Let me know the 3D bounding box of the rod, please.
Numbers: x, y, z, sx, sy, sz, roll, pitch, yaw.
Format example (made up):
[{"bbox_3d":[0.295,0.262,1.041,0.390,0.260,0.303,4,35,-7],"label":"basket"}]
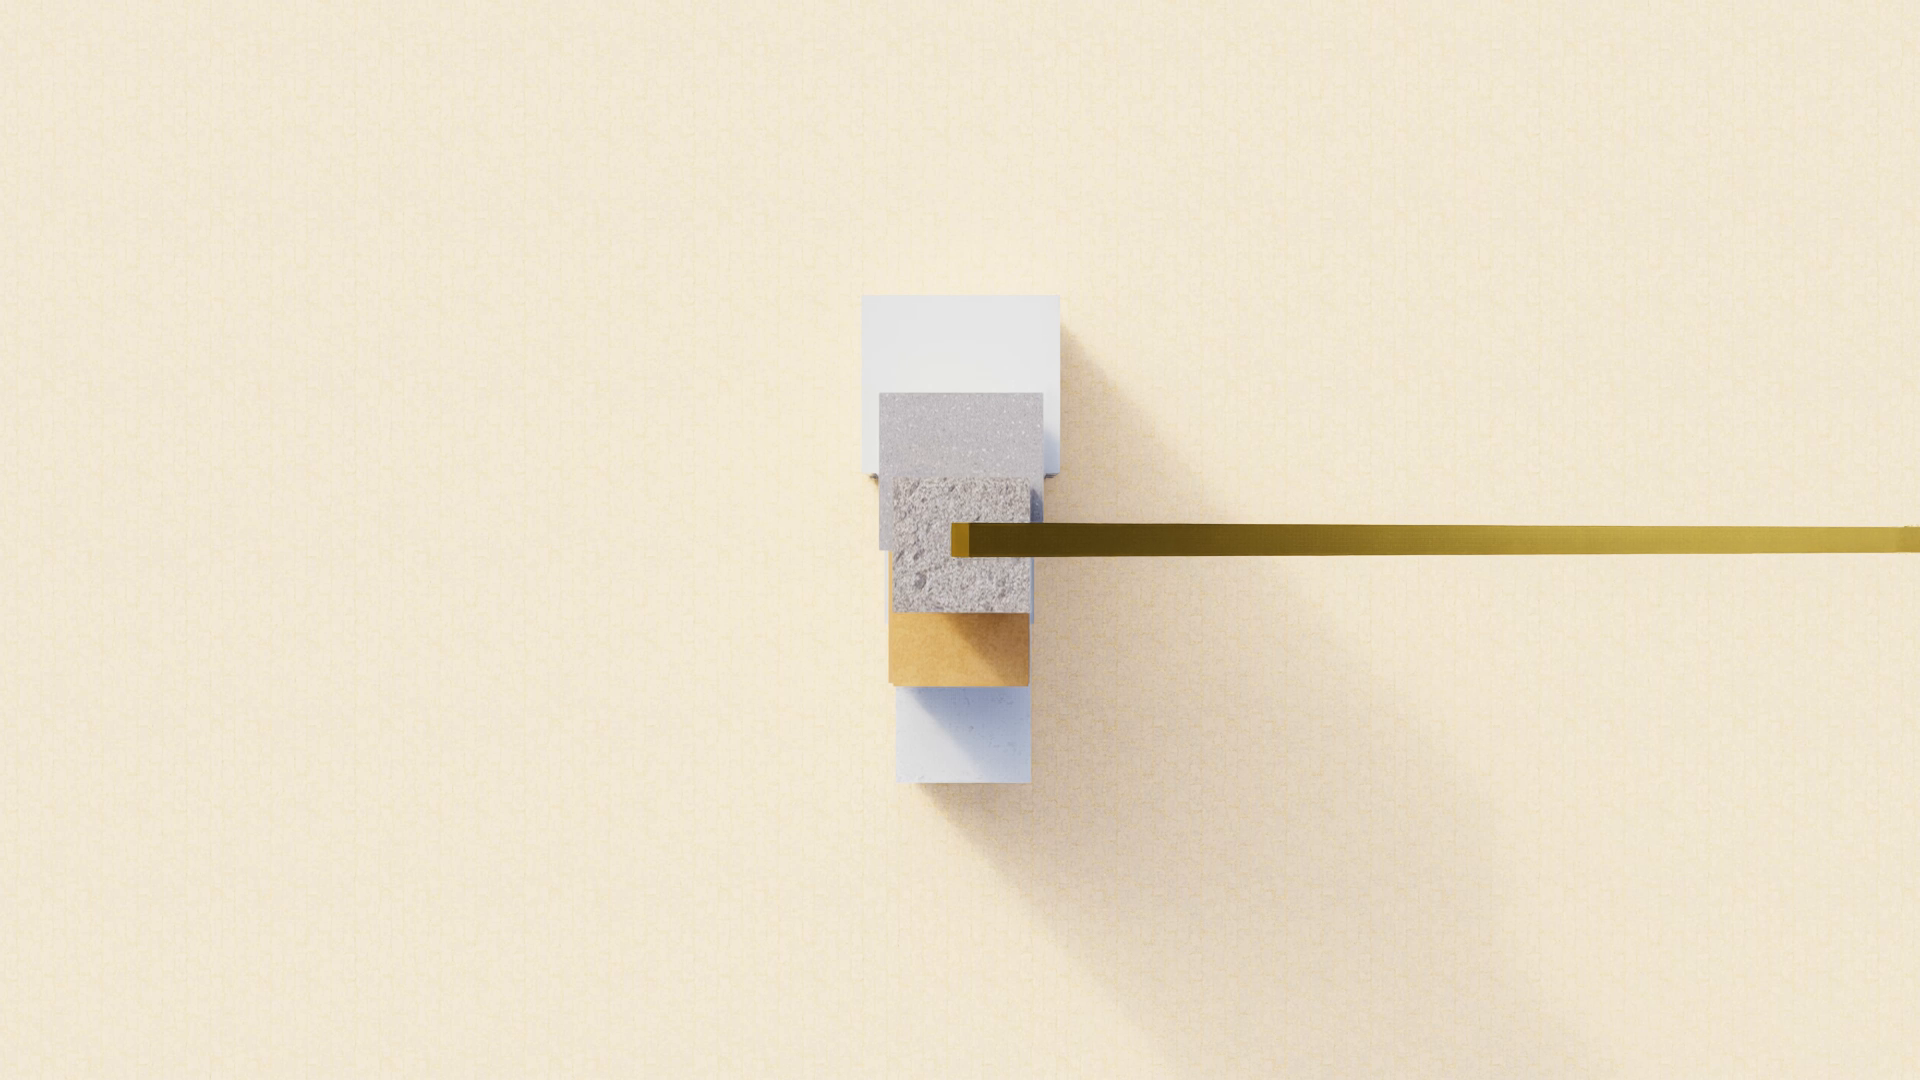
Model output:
[{"bbox_3d":[2.212,0.000,6.406,5.200,0.080,0.080,0,90,-32],"label":"rod"}]

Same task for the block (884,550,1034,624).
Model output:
[{"bbox_3d":[-0.005,0.052,12.560,0.824,0.880,0.817,0,90,0],"label":"block"}]

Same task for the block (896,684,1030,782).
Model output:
[{"bbox_3d":[0.018,0.906,12.569,0.746,0.863,0.869,0,90,0],"label":"block"}]

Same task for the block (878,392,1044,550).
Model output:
[{"bbox_3d":[0.005,-0.329,10.835,0.777,0.909,0.748,0,91,0],"label":"block"}]

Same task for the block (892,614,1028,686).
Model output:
[{"bbox_3d":[0.003,0.381,11.114,0.663,0.704,0.671,0,90,0],"label":"block"}]

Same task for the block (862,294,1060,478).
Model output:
[{"bbox_3d":[0.004,-0.853,12.512,1.087,0.975,0.974,0,90,0],"label":"block"}]

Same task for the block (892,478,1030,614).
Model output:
[{"bbox_3d":[0.006,0.020,10.060,0.609,0.647,0.600,0,91,0],"label":"block"}]

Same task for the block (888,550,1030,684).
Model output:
[{"bbox_3d":[-0.005,0.375,11.793,0.734,0.654,0.743,0,90,0],"label":"block"}]
